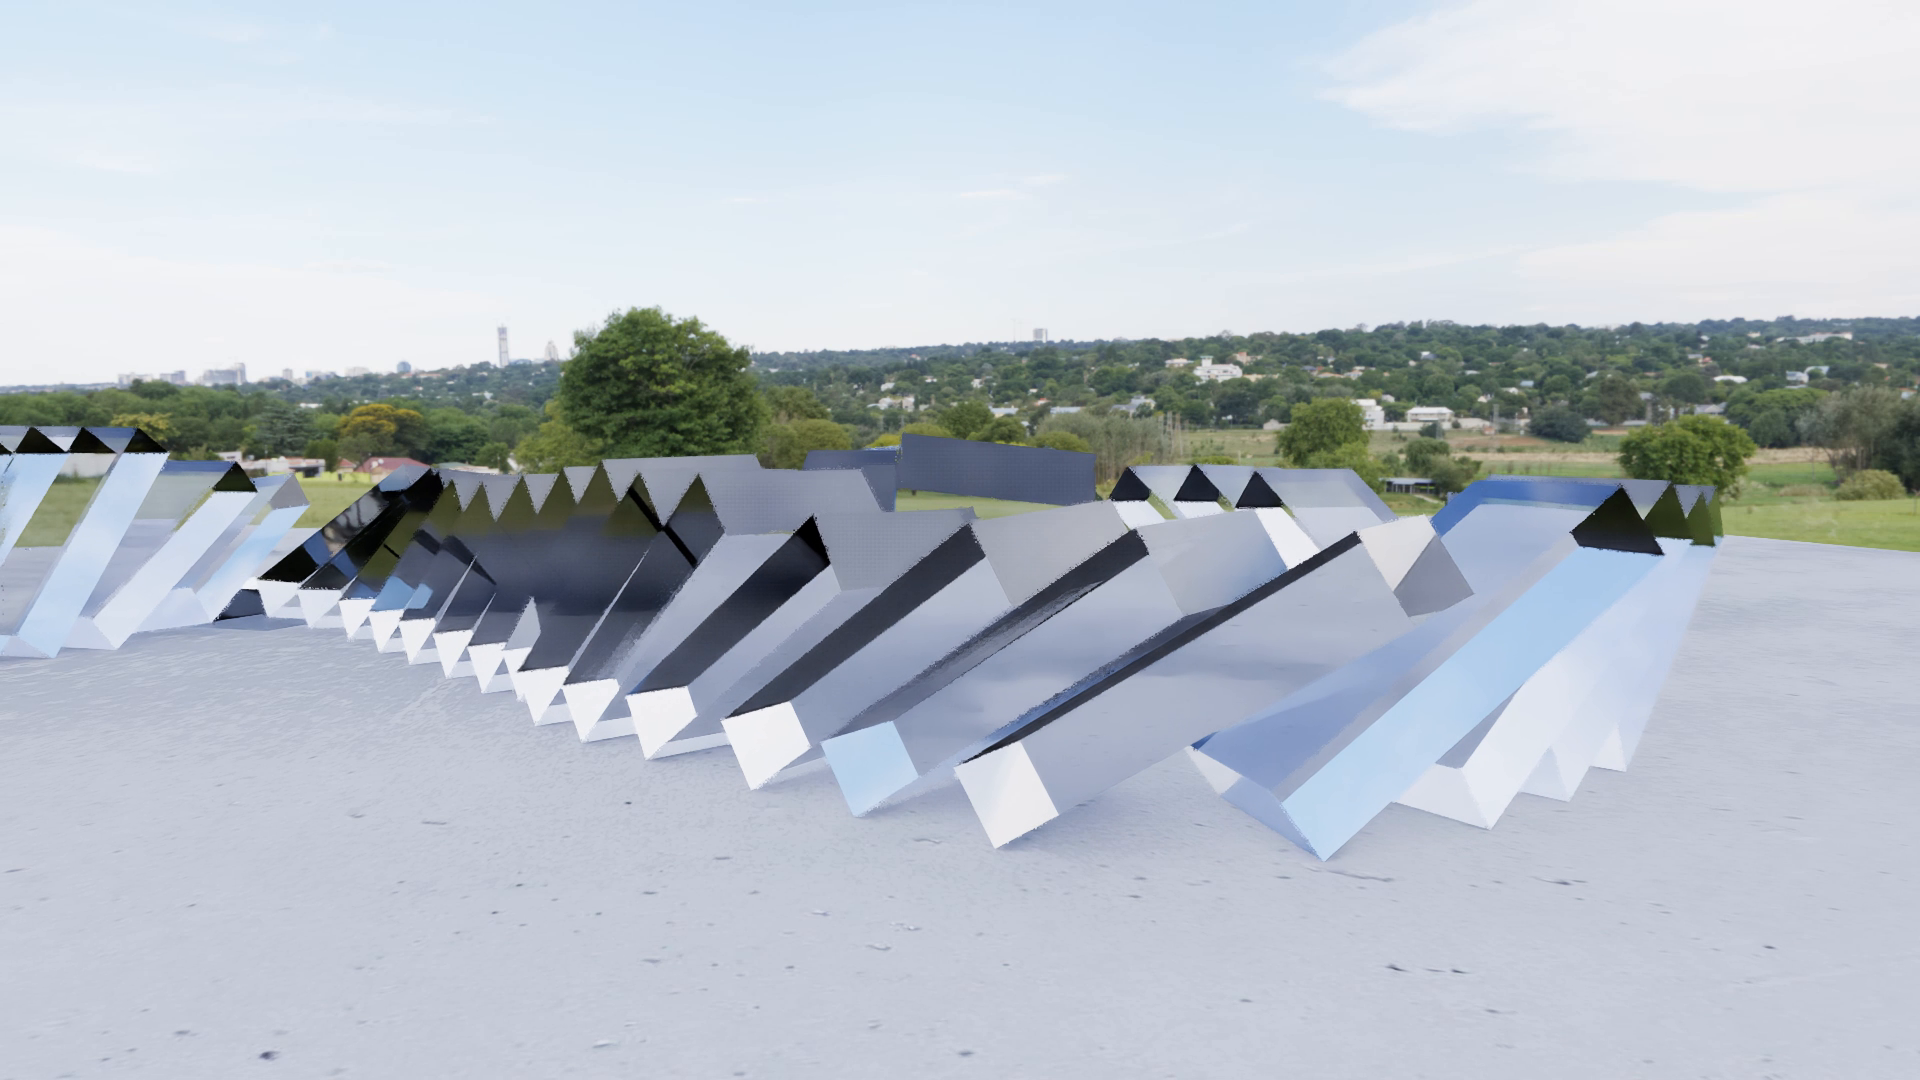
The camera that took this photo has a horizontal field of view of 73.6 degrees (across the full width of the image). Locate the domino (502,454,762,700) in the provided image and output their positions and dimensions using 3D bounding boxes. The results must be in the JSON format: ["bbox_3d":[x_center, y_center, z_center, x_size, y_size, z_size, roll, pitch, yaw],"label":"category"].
[{"bbox_3d":[-0.051,0.006,0.200,0.025,0.010,0.050,-6,-32,-41],"label":"domino"}]

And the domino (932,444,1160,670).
[{"bbox_3d":[0.016,0.002,0.251,0.009,0.050,0.025,-44,6,0],"label":"domino"}]

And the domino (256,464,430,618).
[{"bbox_3d":[-0.131,0.002,0.290,0.050,0.009,0.025,-32,-18,19],"label":"domino"}]

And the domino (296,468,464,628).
[{"bbox_3d":[-0.118,0.003,0.280,0.050,0.010,0.025,-34,-18,24],"label":"domino"}]

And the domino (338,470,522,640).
[{"bbox_3d":[-0.106,0.004,0.267,0.050,0.010,0.025,-39,-24,34],"label":"domino"}]

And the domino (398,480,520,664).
[{"bbox_3d":[-0.085,0.006,0.241,0.025,0.010,0.050,-4,-28,-43],"label":"domino"}]

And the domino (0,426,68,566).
[{"bbox_3d":[-0.196,0.001,0.244,0.025,0.050,0.010,1,-32,14],"label":"domino"}]

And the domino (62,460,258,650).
[{"bbox_3d":[-0.182,0.002,0.283,0.025,0.010,0.050,1,43,14],"label":"domino"}]

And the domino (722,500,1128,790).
[{"bbox_3d":[-0.004,0.013,0.153,0.025,0.010,0.050,-10,-22,-48],"label":"domino"}]

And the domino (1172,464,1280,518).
[{"bbox_3d":[0.066,0.005,0.248,0.025,0.010,0.050,-1,41,-36],"label":"domino"}]

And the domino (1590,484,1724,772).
[{"bbox_3d":[0.090,0.010,0.187,0.025,0.010,0.050,5,41,44],"label":"domino"}]

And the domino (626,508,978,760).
[{"bbox_3d":[-0.020,0.013,0.167,0.025,0.010,0.050,-4,-26,-44],"label":"domino"}]

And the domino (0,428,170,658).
[{"bbox_3d":[-0.189,0.000,0.267,0.025,0.050,0.009,1,-32,14],"label":"domino"}]

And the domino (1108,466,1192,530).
[{"bbox_3d":[0.055,0.004,0.259,0.025,0.009,0.050,-3,42,-42],"label":"domino"}]

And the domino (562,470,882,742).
[{"bbox_3d":[-0.034,0.010,0.178,0.025,0.010,0.050,-4,-33,-43],"label":"domino"}]

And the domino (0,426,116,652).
[{"bbox_3d":[-0.194,0.000,0.256,0.025,0.050,0.010,1,-32,14],"label":"domino"}]

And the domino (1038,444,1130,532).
[{"bbox_3d":[0.031,0.002,0.257,0.010,0.050,0.025,-45,-3,8],"label":"domino"}]

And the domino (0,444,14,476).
[{"bbox_3d":[-0.198,0.002,0.233,0.025,0.050,0.010,1,-32,14],"label":"domino"}]

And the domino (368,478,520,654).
[{"bbox_3d":[-0.096,0.005,0.254,0.025,0.010,0.050,-3,-29,-45],"label":"domino"}]

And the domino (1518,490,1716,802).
[{"bbox_3d":[0.078,0.012,0.172,0.025,0.010,0.050,5,41,50],"label":"domino"}]

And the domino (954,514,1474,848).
[{"bbox_3d":[0.026,0.015,0.134,0.050,0.010,0.025,-36,-15,30],"label":"domino"}]

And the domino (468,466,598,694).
[{"bbox_3d":[-0.061,0.007,0.214,0.025,0.010,0.050,-4,-33,-43],"label":"domino"}]

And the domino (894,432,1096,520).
[{"bbox_3d":[0.003,0.007,0.181,0.025,0.009,0.050,6,-40,-1],"label":"domino"}]

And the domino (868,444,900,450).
[{"bbox_3d":[-0.003,0.003,0.240,0.050,0.010,0.025,45,-23,-25],"label":"domino"}]

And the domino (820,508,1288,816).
[{"bbox_3d":[0.010,0.014,0.143,0.050,0.010,0.025,-37,-18,35],"label":"domino"}]

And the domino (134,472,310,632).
[{"bbox_3d":[-0.178,0.002,0.302,0.025,0.010,0.050,-7,32,5],"label":"domino"}]

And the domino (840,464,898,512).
[{"bbox_3d":[-0.003,0.008,0.201,0.025,0.010,0.050,1,-36,7],"label":"domino"}]

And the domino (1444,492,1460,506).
[{"bbox_3d":[0.094,0.010,0.214,0.025,0.010,0.050,7,33,15],"label":"domino"}]

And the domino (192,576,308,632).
[{"bbox_3d":[-0.162,0.014,0.319,0.025,0.010,0.050,1,5,18],"label":"domino"}]

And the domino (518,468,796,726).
[{"bbox_3d":[-0.044,0.009,0.189,0.025,0.010,0.050,-4,-33,-43],"label":"domino"}]

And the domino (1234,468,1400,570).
[{"bbox_3d":[0.074,0.006,0.232,0.025,0.009,0.050,-2,42,-30],"label":"domino"}]

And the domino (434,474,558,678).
[{"bbox_3d":[-0.072,0.007,0.227,0.025,0.010,0.050,-4,-31,-43],"label":"domino"}]

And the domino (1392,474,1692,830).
[{"bbox_3d":[0.066,0.011,0.160,0.050,0.010,0.025,-44,26,-23],"label":"domino"}]

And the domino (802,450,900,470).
[{"bbox_3d":[-0.008,0.005,0.219,0.025,0.010,0.050,2,-39,20],"label":"domino"}]

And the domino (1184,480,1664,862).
[{"bbox_3d":[0.051,0.013,0.145,0.050,0.010,0.025,-39,12,-8],"label":"domino"}]
